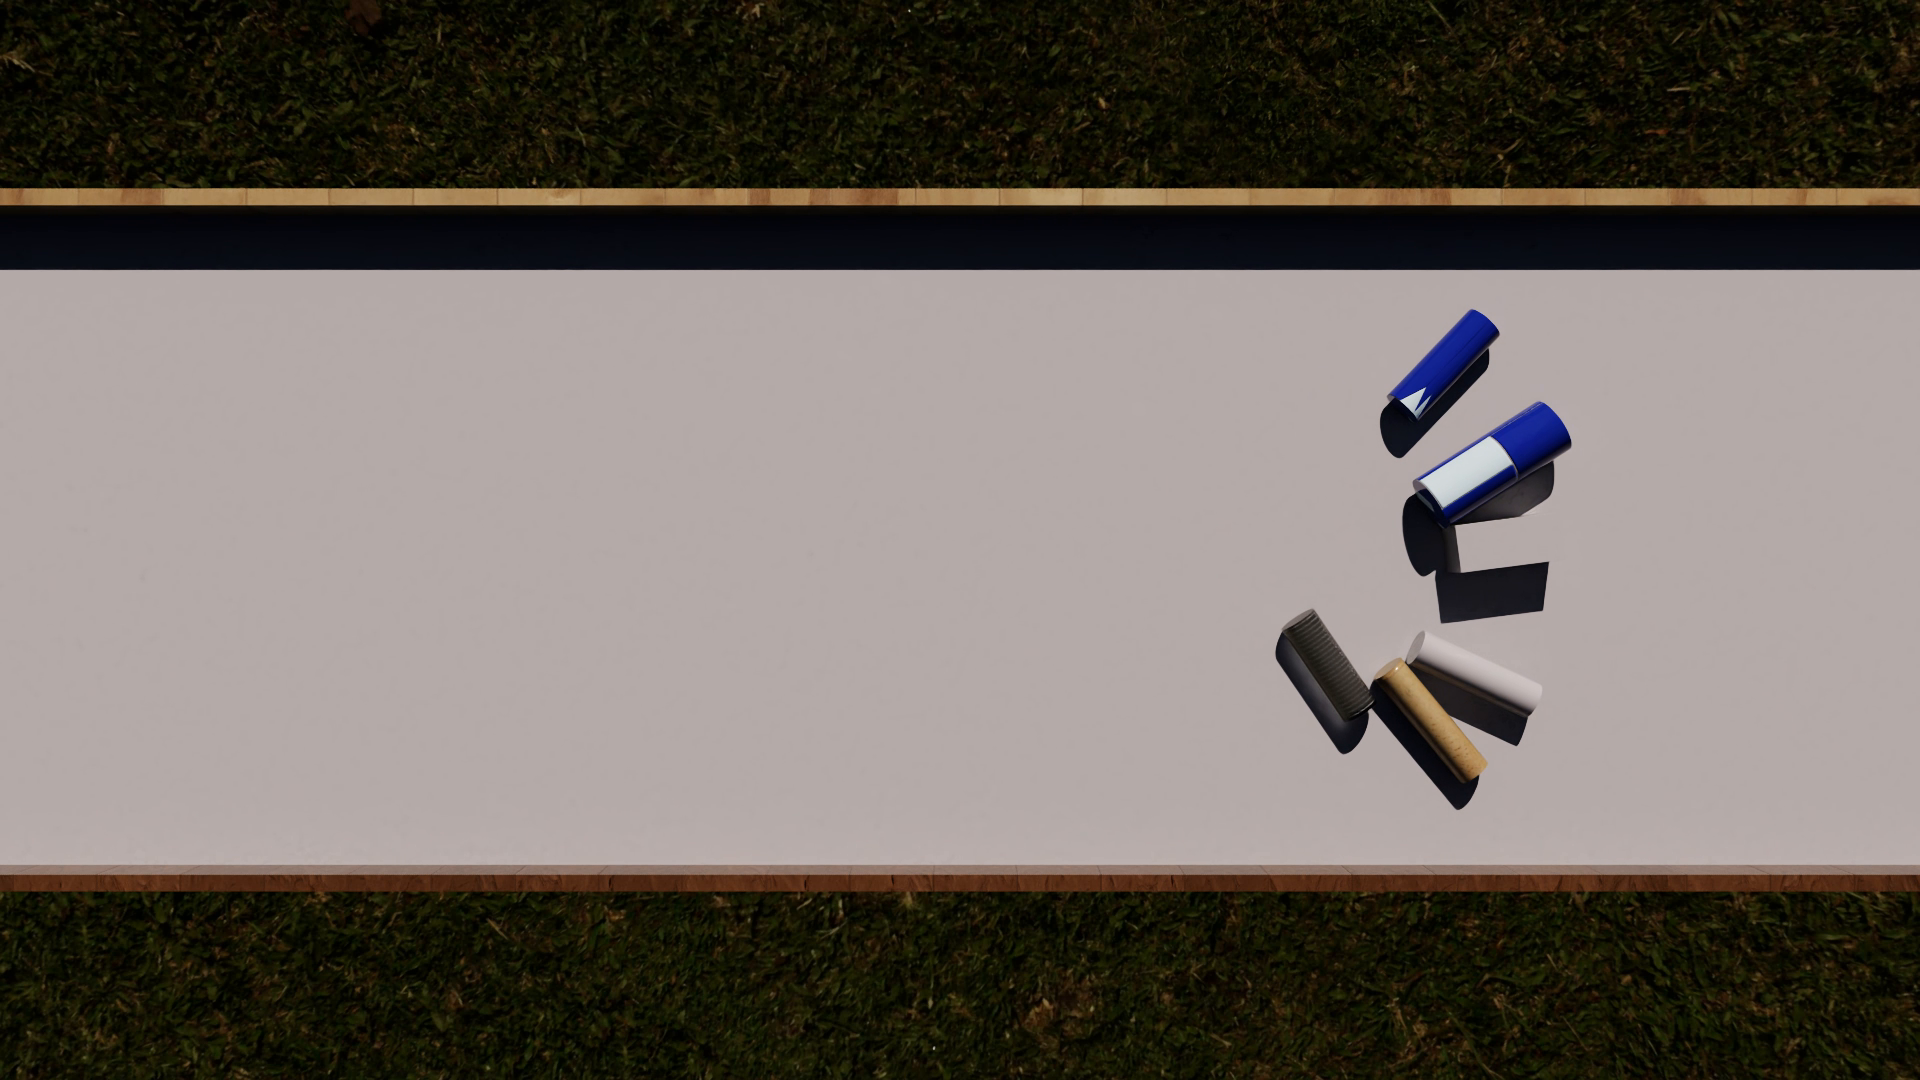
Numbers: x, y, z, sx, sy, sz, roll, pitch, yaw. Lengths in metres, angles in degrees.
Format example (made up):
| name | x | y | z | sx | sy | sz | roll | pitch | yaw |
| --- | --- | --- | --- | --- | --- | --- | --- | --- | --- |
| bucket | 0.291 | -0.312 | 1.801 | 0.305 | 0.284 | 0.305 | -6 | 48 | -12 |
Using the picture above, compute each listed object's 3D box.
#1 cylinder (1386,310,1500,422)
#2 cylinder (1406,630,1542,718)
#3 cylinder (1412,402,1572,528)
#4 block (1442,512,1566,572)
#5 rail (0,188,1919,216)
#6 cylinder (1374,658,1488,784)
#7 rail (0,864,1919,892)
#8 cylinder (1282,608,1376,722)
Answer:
| name | x | y | z | sx | sy | sz | roll | pitch | yaw |
| --- | --- | --- | --- | --- | --- | --- | --- | --- | --- |
| cylinder | 1.469 | -0.529 | 5.016 | 0.122 | 0.122 | 0.360 | 44 | 90 | 0 |
| cylinder | 1.564 | 0.408 | 5.020 | 0.389 | 0.114 | 0.114 | 25 | 90 | 0 |
| cylinder | 1.608 | -0.227 | 4.989 | 0.441 | 0.175 | 0.175 | -33 | 90 | 0 |
| block | 1.648 | 0.007 | 5.005 | 0.318 | 0.143 | 0.143 | -7 | 90 | 0 |
| rail | -2.247 | -1.025 | 5.002 | 12.000 | 0.150 | 0.050 | 0 | 90 | 0 |
| cylinder | 1.434 | 0.549 | 5.025 | 0.104 | 0.104 | 0.411 | -40 | 90 | 0 |
| rail | -2.247 | 1.025 | 5.001 | 12.000 | 0.150 | 0.050 | 0 | 90 | 0 |
| cylinder | 1.123 | 0.381 | 5.018 | 0.116 | 0.116 | 0.339 | -34 | 90 | 0 |
